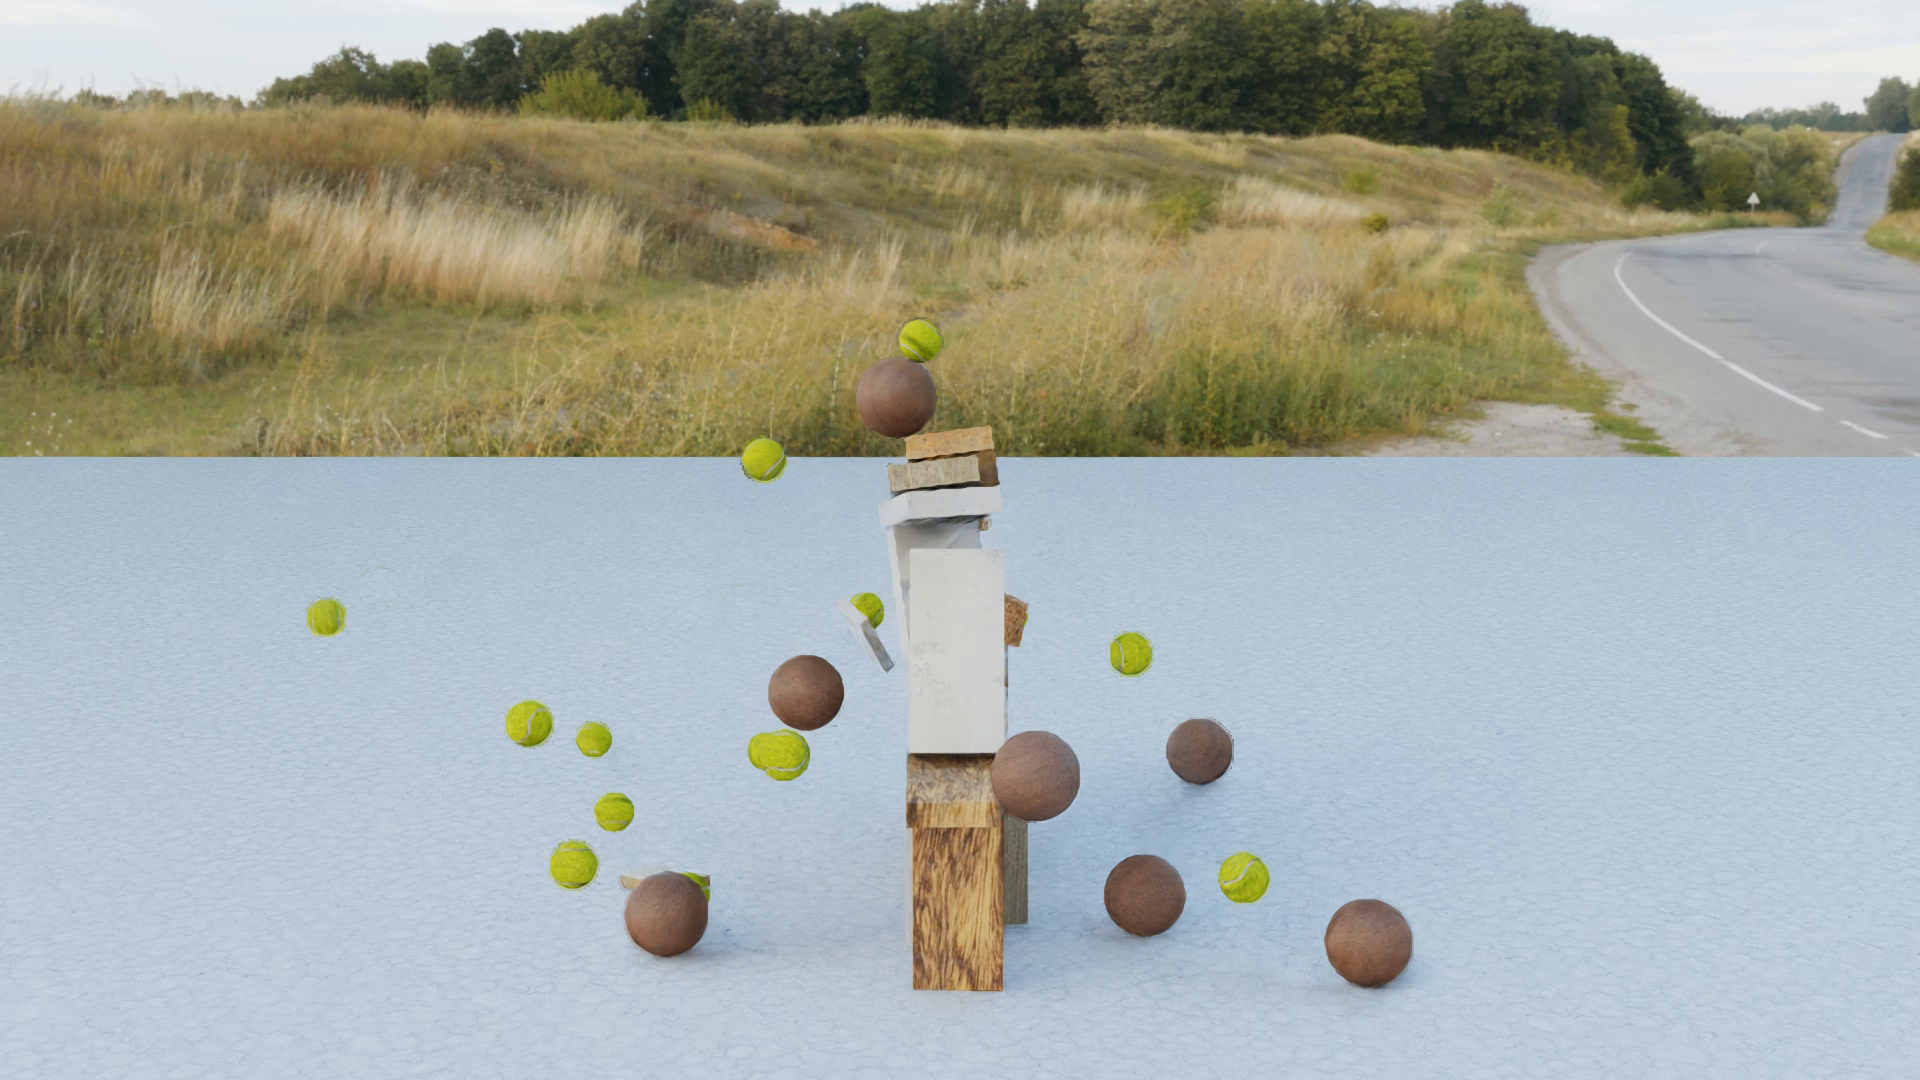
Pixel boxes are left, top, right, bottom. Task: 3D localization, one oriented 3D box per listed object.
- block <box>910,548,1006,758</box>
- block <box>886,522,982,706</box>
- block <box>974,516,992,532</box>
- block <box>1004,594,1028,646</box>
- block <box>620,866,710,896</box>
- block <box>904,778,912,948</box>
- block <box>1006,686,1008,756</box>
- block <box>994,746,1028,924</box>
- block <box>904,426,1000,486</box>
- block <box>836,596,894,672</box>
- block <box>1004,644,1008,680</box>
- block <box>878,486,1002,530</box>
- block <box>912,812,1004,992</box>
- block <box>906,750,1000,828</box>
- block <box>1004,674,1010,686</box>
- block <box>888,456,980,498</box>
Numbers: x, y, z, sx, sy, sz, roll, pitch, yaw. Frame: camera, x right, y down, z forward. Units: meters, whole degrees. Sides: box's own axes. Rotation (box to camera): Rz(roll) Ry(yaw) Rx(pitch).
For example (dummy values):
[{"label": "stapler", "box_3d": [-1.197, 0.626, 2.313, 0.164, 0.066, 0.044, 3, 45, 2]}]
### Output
[{"label": "block", "box_3d": [-0.005, 0.173, 3.390, 0.146, 0.319, 0.041, 0, -14, 0]}, {"label": "block", "box_3d": [-0.026, 0.121, 3.585, 0.146, 0.292, 0.041, -4, -12, -19]}, {"label": "block", "box_3d": [-0.022, -0.032, 3.829, 0.145, 0.041, 0.290, -7, 1, 2]}, {"label": "block", "box_3d": [0.061, 0.127, 3.789, 0.021, 0.075, 0.150, 5, 10, -33]}, {"label": "block", "box_3d": [-0.490, 0.568, 3.660, 0.143, 0.020, 0.072, 0, 7, 41]}, {"label": "block", "box_3d": [-0.018, 0.501, 3.413, 0.133, 0.266, 0.038, 0, 15, -1]}, {"label": "block", "box_3d": [0.005, 0.292, 3.559, 0.145, 0.041, 0.290, 0, 10, 1]}, {"label": "block", "box_3d": [0.035, 0.471, 3.502, 0.145, 0.290, 0.041, -1, 16, -1]}, {"label": "block", "box_3d": [-0.009, -0.123, 3.795, 0.145, 0.041, 0.290, -7, -16, 2]}, {"label": "block", "box_3d": [-0.163, 0.165, 3.810, 0.020, 0.143, 0.072, -39, 49, -11]}, {"label": "block", "box_3d": [-0.001, 0.183, 3.885, 0.168, 0.048, 0.337, 0, 10, 0]}, {"label": "block", "box_3d": [-0.035, -0.050, 3.494, 0.146, 0.041, 0.292, -4, -2, -11]}, {"label": "block", "box_3d": [-0.002, 0.533, 3.244, 0.133, 0.266, 0.038, 1, 12, 3]}, {"label": "block", "box_3d": [-0.013, 0.370, 3.286, 0.133, 0.038, 0.266, 0, 11, -1]}, {"label": "block", "box_3d": [0.000, 0.393, 3.808, 0.168, 0.337, 0.048, 0, 10, 0]}, {"label": "block", "box_3d": [-0.038, -0.089, 3.674, 0.145, 0.041, 0.290, -7, -7, 1]}]
